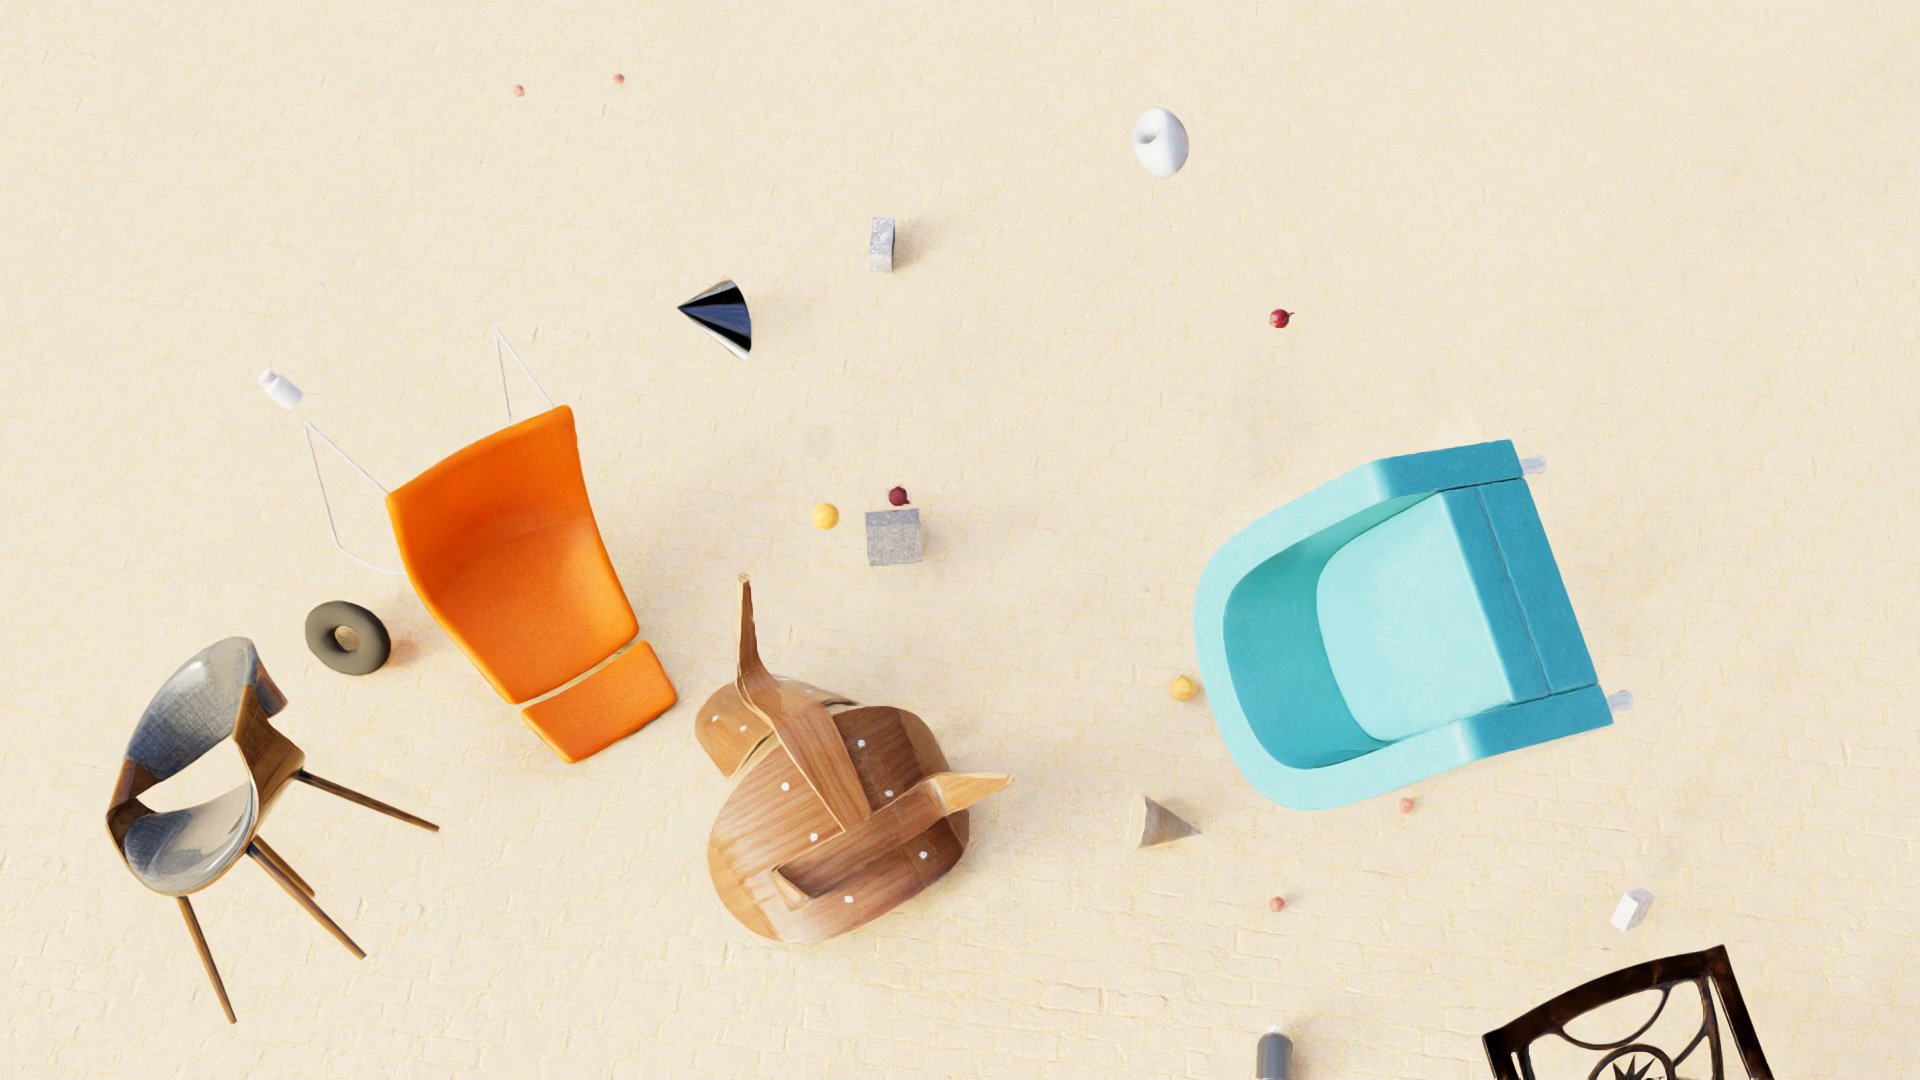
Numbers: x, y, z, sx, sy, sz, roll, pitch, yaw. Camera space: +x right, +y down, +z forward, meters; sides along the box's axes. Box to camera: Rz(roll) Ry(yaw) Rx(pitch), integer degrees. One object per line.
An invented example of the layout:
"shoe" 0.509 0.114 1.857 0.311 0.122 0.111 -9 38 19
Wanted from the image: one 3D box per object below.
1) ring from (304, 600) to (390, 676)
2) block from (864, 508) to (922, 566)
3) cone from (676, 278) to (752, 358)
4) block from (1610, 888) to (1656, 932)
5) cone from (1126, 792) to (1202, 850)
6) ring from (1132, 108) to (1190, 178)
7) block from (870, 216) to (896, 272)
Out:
"ring" -1.753 0.280 6.292 0.285 0.075 0.203 21 97 17
"block" -0.196 -0.007 6.482 0.158 0.131 0.094 -4 28 -3
"cone" -0.798 -0.710 6.880 0.218 0.150 0.314 7 50 -39
"block" 1.773 0.973 5.794 0.086 0.093 0.045 -8 36 -42
"cone" 0.573 0.784 6.006 0.201 0.130 0.161 12 74 -17
"ring" 0.574 -1.140 6.295 0.156 0.113 0.335 -36 26 19
"block" -0.253 -0.962 7.165 0.071 0.090 0.159 3 56 2
